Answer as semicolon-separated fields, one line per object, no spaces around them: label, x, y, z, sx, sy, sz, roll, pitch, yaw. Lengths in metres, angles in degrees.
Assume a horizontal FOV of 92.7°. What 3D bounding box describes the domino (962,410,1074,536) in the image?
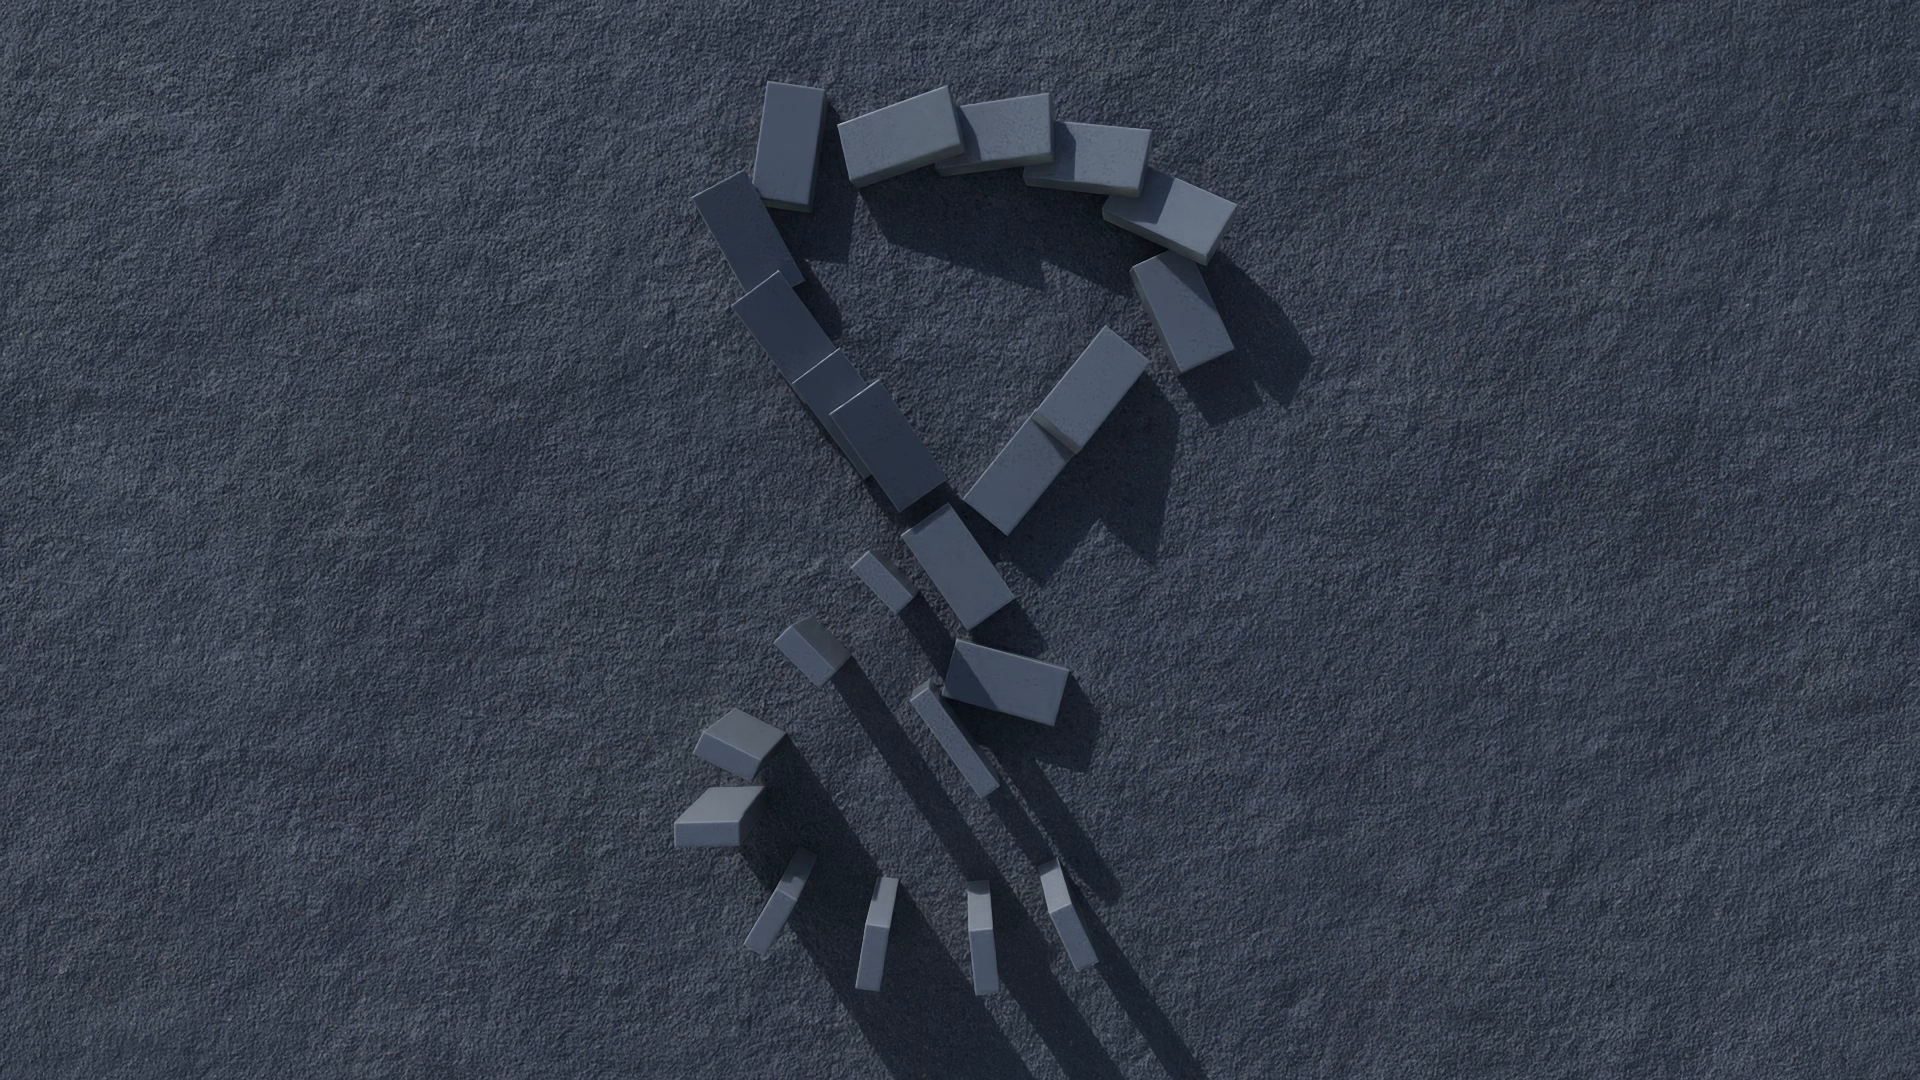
domino;0.026;-0.029;0.395;0.025;0.010;0.050;39;90;0

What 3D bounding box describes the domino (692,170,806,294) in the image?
domino;-0.089;-0.127;0.389;0.025;0.009;0.050;-28;104;0

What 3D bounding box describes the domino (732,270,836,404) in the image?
domino;-0.071;-0.086;0.390;0.025;0.009;0.050;-37;103;0

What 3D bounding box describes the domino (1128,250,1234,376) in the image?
domino;0.095;-0.099;0.395;0.025;0.010;0.050;-25;90;0

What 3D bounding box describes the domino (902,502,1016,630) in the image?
domino;-0.001;0.011;0.395;0.025;0.009;0.050;-35;90;0

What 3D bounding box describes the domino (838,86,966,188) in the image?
domino;-0.025;-0.171;0.389;0.050;0.009;0.025;-13;89;14

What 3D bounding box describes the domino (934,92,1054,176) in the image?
domino;0.014;-0.172;0.389;0.050;0.010;0.025;-2;90;14

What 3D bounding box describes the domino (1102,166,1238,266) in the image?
domino;0.088;-0.139;0.388;0.050;0.010;0.025;31;89;16

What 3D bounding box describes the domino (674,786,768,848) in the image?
domino;-0.097;0.112;0.375;0.025;0.050;0.009;-1;90;0

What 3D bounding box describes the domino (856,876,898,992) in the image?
domino;-0.033;0.160;0.375;0.009;0.050;0.025;9;90;0

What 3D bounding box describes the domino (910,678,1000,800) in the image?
domino;-0.002;0.083;0.388;0.010;0.025;0.050;-36;90;0

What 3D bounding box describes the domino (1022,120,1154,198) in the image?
domino;0.054;-0.162;0.389;0.050;0.009;0.025;12;90;15

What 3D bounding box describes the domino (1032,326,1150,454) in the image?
domino;0.056;-0.064;0.390;0.025;0.009;0.050;39;78;0

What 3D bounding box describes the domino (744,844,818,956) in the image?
domino;-0.072;0.146;0.375;0.010;0.050;0.025;30;90;0

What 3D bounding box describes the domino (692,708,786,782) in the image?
domino;-0.089;0.083;0.375;0.025;0.050;0.009;26;90;0

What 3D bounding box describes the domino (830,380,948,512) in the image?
domino;-0.030;-0.039;0.385;0.025;0.009;0.050;-35;103;0

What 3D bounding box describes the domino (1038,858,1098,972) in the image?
domino;0.044;0.152;0.375;0.010;0.050;0.025;-25;90;0

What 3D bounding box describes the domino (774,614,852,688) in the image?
domino;-0.059;0.045;0.375;0.025;0.050;0.009;45;90;0

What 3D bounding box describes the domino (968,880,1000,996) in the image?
domino;0.009;0.161;0.375;0.009;0.050;0.025;-6;90;0

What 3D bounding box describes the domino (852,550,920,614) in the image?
domino;-0.030;0.016;0.375;0.009;0.050;0.025;-44;90;0

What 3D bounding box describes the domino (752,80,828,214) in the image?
domino;-0.073;-0.169;0.395;0.025;0.010;0.050;8;90;0

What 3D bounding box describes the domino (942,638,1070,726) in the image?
domino;0.019;0.061;0.395;0.050;0.010;0.025;15;90;0

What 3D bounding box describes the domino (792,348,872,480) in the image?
domino;-0.046;-0.054;0.390;0.025;0.009;0.050;-37;103;0
